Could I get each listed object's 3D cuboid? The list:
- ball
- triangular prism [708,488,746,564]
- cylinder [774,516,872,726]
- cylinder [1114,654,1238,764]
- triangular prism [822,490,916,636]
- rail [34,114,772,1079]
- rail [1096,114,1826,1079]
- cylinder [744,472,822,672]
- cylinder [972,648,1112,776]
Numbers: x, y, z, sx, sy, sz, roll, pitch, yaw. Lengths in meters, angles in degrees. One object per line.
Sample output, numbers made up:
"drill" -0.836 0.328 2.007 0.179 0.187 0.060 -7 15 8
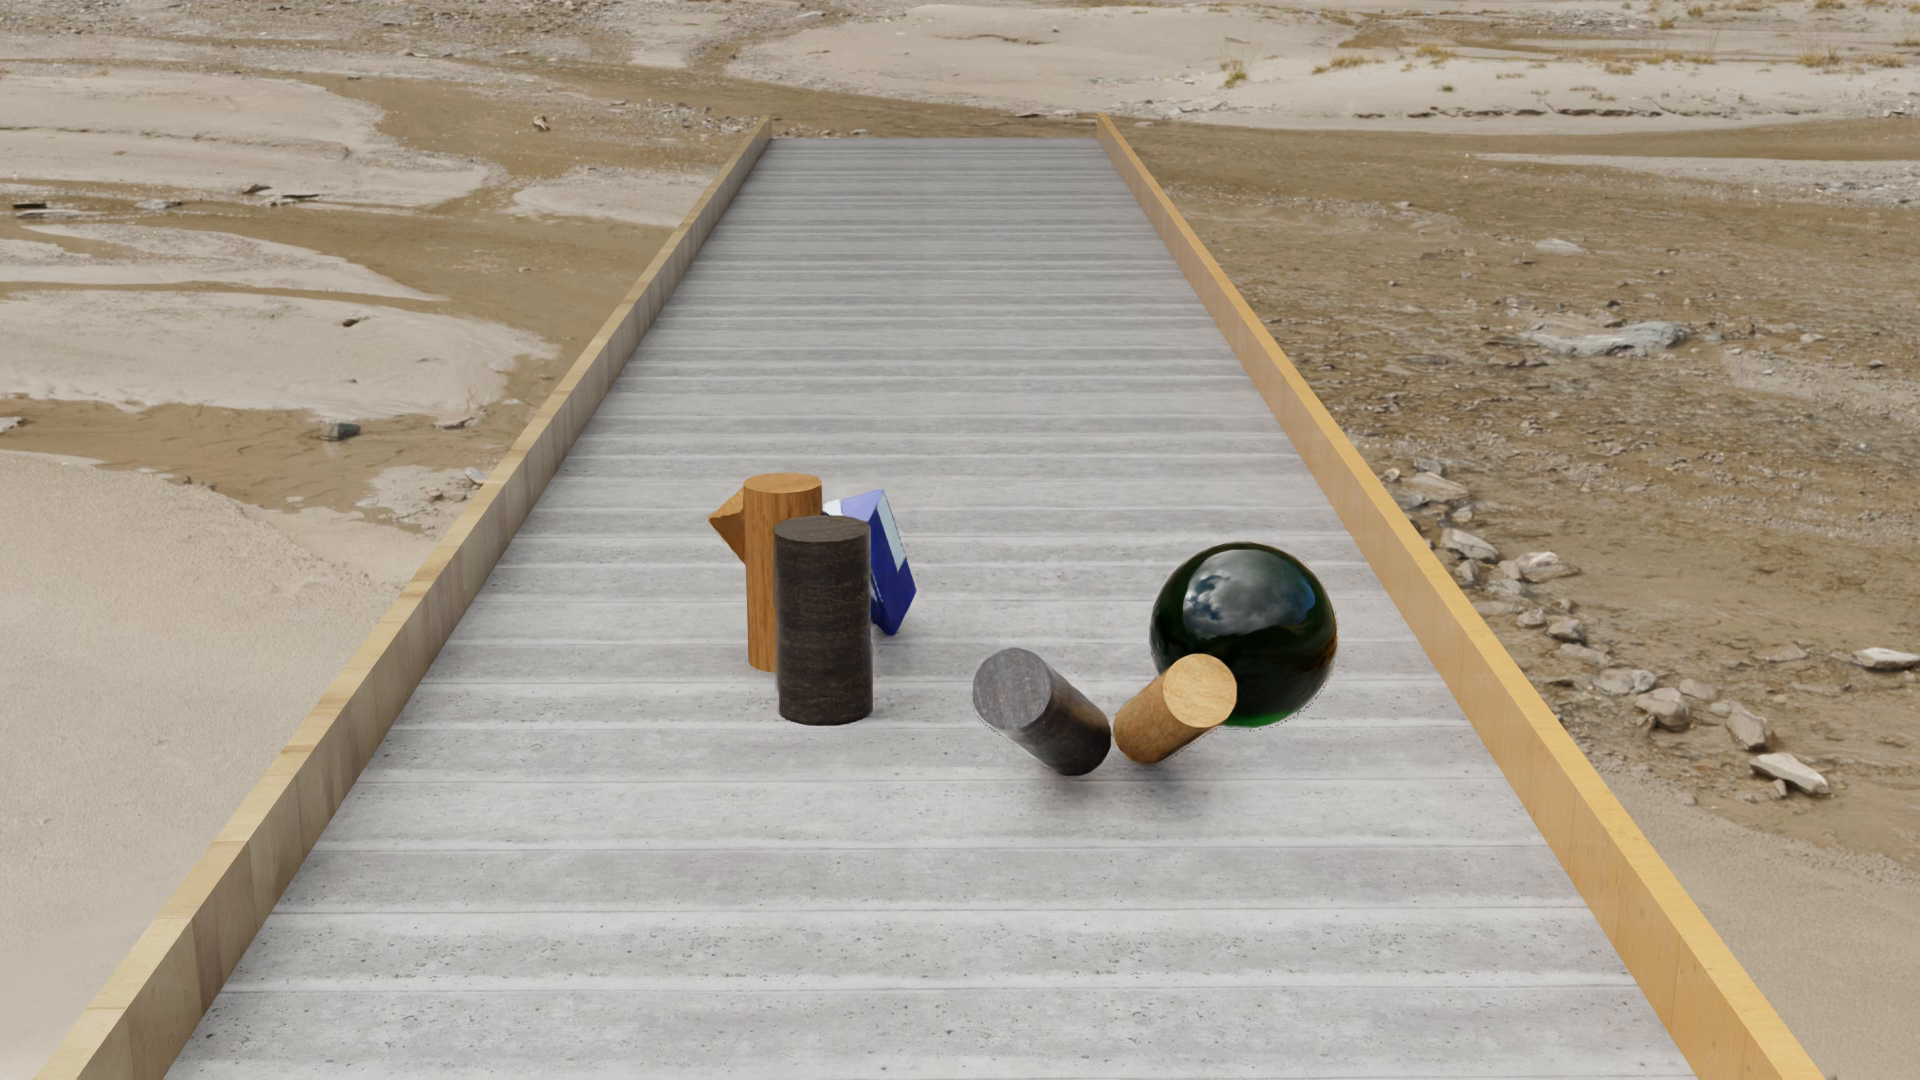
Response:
"ball" 0.499 0.167 3.880 0.330 0.330 0.330 0 17 0
"triangular prism" -0.373 0.031 4.541 0.105 0.313 0.091 -10 37 43
"cylinder" -0.254 0.149 4.102 0.178 0.356 0.178 0 17 0
"cylinder" 0.356 0.288 3.695 0.120 0.120 0.438 -2 -13 -7
"triangular prism" -0.167 0.033 4.506 0.115 0.303 0.133 -36 48 -19
"rail" -1.118 -0.838 7.780 0.050 0.150 12.000 0 17 -1
"rail" 0.932 -0.844 7.801 0.050 0.150 12.000 0 17 -1
"cylinder" -0.348 0.064 4.364 0.153 0.369 0.153 0 17 0
"cylinder" 0.142 0.293 3.691 0.135 0.135 0.371 7 -15 21
